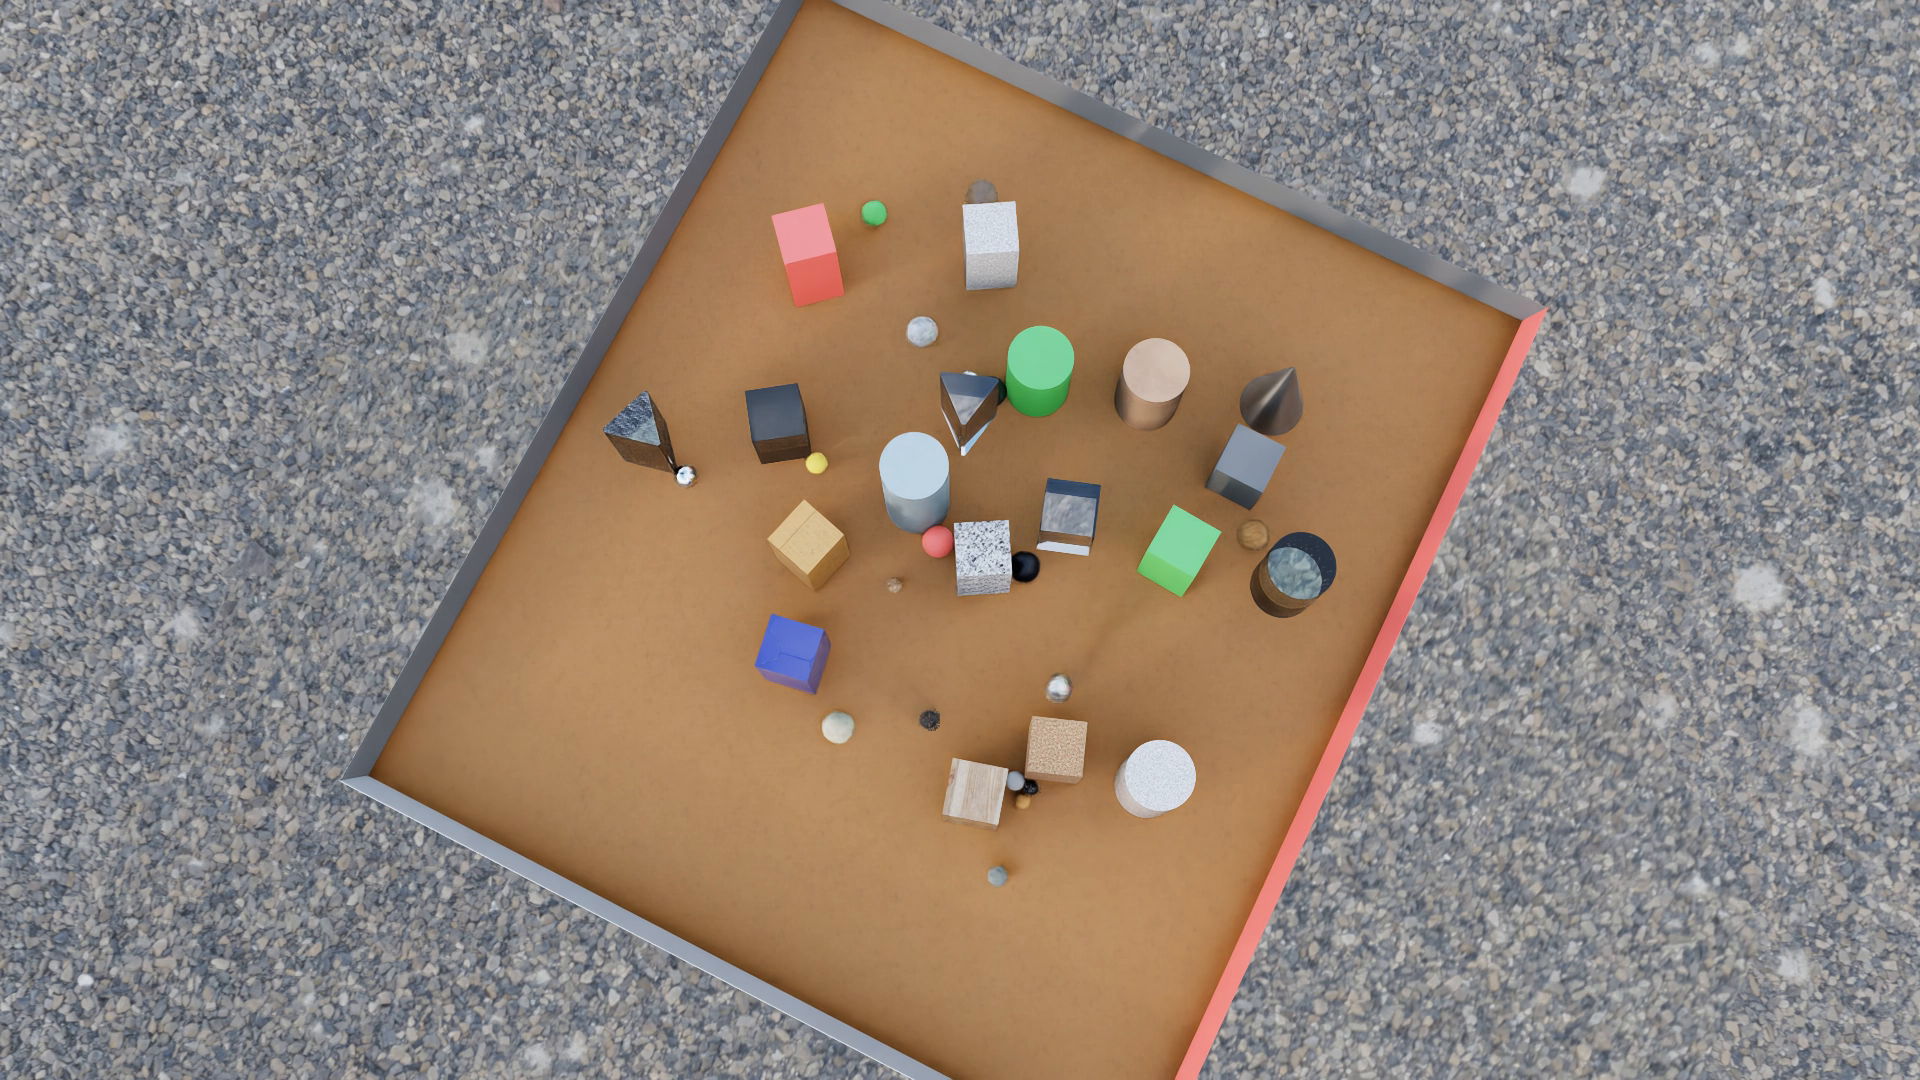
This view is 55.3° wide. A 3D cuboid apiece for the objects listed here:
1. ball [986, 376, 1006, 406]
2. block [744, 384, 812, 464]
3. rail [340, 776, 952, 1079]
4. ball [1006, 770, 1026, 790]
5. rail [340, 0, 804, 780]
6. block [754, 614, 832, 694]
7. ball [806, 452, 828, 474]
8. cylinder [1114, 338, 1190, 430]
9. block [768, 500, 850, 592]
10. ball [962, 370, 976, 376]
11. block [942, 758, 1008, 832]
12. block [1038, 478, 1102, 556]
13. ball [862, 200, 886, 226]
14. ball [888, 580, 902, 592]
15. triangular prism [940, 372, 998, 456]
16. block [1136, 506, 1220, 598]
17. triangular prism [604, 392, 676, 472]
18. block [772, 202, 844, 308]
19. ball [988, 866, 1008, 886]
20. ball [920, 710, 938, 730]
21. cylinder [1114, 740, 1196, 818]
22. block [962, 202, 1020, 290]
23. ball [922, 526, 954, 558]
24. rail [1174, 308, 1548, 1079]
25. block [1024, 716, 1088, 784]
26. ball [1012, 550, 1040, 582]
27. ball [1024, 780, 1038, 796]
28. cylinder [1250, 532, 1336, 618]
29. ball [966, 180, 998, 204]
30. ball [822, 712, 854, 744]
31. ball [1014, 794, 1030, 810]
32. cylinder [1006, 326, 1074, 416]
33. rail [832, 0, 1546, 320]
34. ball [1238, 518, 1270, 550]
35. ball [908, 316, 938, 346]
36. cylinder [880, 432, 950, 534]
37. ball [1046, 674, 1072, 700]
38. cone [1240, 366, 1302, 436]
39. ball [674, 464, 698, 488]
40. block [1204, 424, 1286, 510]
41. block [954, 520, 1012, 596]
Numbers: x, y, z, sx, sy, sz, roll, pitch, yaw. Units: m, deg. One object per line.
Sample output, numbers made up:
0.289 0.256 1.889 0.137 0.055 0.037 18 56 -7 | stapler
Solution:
0.097 -0.458 5.662 0.096 0.096 0.096 0 78 0 | ball
-0.547 -0.350 5.550 0.158 0.273 0.158 -9 78 -2 | block
-0.641 1.261 5.289 2.589 0.128 0.045 26 80 5 | rail
0.164 0.715 5.439 0.059 0.059 0.059 0 78 0 | ball
-1.137 -0.550 5.664 0.045 0.128 2.912 26 80 5 | rail
-0.488 0.339 5.387 0.158 0.313 0.158 16 79 3 | block
-0.440 -0.236 5.633 0.064 0.064 0.064 0 78 0 | ball
0.579 -0.468 5.550 0.197 0.321 0.197 0 78 0 | cylinder
-0.447 0.021 5.459 0.158 0.300 0.158 41 81 8 | block
0.027 -0.506 5.697 0.047 0.047 0.047 0 78 0 | ball
0.043 0.736 5.273 0.158 0.374 0.158 11 79 2 | block
0.324 -0.067 5.488 0.158 0.279 0.158 8 78 2 | block
-0.272 -1.031 5.789 0.080 0.080 0.080 0 78 0 | ball
-0.198 0.139 5.567 0.041 0.041 0.041 0 78 0 | ball
0.002 -0.408 5.516 0.148 0.362 0.171 36 81 7 | triangular prism
0.646 0.036 5.443 0.158 0.325 0.158 30 80 6 | block
-0.936 -0.332 5.508 0.171 0.348 0.148 15 79 3 | triangular prism
-0.461 -0.866 5.599 0.158 0.385 0.158 -15 79 -3 | block
0.111 0.986 5.382 0.059 0.059 0.059 0 78 0 | ball
-0.093 0.537 5.476 0.058 0.058 0.058 0 78 0 | ball
0.558 0.693 5.284 0.197 0.370 0.197 0 78 0 | cylinder
0.093 -0.902 5.640 0.158 0.319 0.158 -4 78 -1 | block
-0.066 0.005 5.565 0.099 0.099 0.099 0 78 0 | ball
1.137 0.563 5.434 0.045 0.128 2.912 26 80 5 | rail
0.278 0.615 5.356 0.158 0.261 0.158 6 78 1 | block
0.194 0.081 5.550 0.097 0.097 0.097 0 78 0 | ball
0.212 0.736 5.441 0.045 0.045 0.045 0 78 0 | ball
0.983 0.107 5.424 0.197 0.335 0.197 0 78 0 | cylinder
0.069 -1.085 5.791 0.098 0.098 0.098 0 78 0 | ball
-0.363 0.558 5.452 0.097 0.097 0.097 0 78 0 | ball
0.185 0.775 5.432 0.046 0.046 0.046 0 78 0 | ball
0.240 -0.509 5.569 0.197 0.300 0.197 0 78 0 | cylinder
0.641 -1.248 5.808 2.589 0.128 0.045 26 80 5 | rail
0.894 -0.016 5.571 0.096 0.096 0.096 0 78 0 | ball
-0.116 -0.650 5.702 0.095 0.095 0.095 0 78 0 | ball
-0.130 -0.163 5.411 0.197 0.469 0.197 0 78 0 | cylinder
0.297 0.440 5.483 0.082 0.082 0.082 0 78 0 | ball
0.969 -0.462 5.501 0.197 0.413 0.197 0 78 0 | cone
-0.840 -0.194 5.618 0.076 0.076 0.076 0 78 0 | ball
0.860 -0.219 5.541 0.158 0.237 0.158 28 80 5 | block
0.067 0.056 5.442 0.158 0.318 0.158 -3 78 -1 | block
